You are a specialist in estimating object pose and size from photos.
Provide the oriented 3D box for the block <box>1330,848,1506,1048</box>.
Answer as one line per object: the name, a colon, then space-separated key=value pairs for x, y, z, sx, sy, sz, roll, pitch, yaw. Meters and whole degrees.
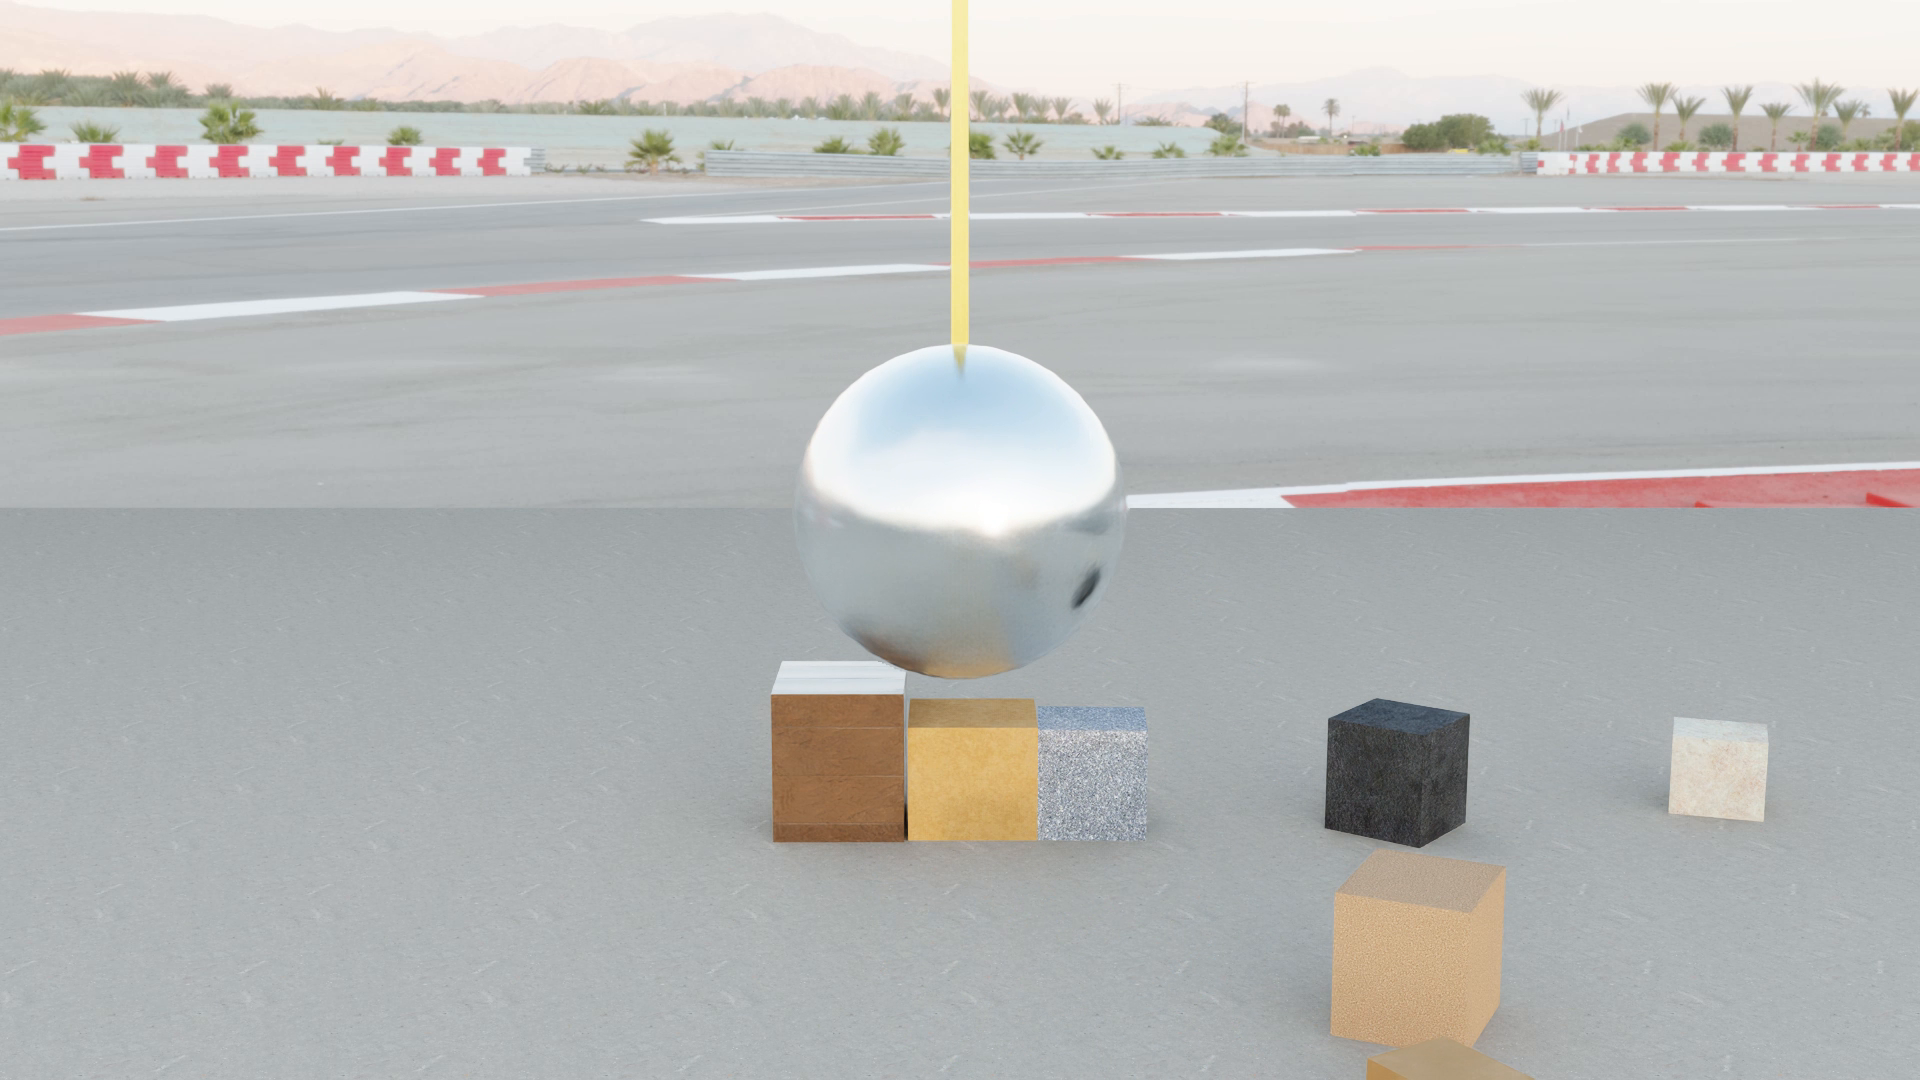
block: x=1.846 y=1.648 z=8.842 sx=0.533 sy=0.594 sz=0.612 roll=5 pitch=11 yaw=26

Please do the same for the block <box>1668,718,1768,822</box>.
block: x=4.036 y=1.216 z=11.708 sx=0.472 sy=0.419 sz=0.415 roll=3 pitch=11 yaw=18

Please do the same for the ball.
ball: x=0.000 y=-0.134 z=10.513 sx=1.600 sy=1.600 sz=1.600 roll=0 pitch=10 yaw=0

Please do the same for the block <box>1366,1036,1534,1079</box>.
block: x=1.683 y=1.993 z=7.586 sx=0.368 sy=0.363 sz=0.430 roll=-6 pitch=12 yaw=-31

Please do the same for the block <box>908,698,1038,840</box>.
block: x=0.065 y=1.183 z=11.404 sx=0.655 sy=0.591 sz=0.587 roll=0 pitch=10 yaw=0

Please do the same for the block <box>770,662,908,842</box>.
block: x=-0.615 y=1.088 z=11.419 sx=0.663 sy=0.773 sz=0.706 roll=0 pitch=10 yaw=0

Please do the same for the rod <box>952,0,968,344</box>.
rod: x=0.000 y=-3.524 z=10.261 sx=0.080 sy=5.200 sz=0.080 roll=0 pitch=4 yaw=0

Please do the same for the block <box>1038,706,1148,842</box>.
block: x=0.677 y=1.201 z=11.348 sx=0.553 sy=0.578 sz=0.474 roll=0 pitch=10 yaw=2

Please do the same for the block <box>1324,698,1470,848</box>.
block: x=2.260 y=1.194 z=11.363 sx=0.535 sy=0.585 sz=0.531 roll=8 pitch=13 yaw=37
